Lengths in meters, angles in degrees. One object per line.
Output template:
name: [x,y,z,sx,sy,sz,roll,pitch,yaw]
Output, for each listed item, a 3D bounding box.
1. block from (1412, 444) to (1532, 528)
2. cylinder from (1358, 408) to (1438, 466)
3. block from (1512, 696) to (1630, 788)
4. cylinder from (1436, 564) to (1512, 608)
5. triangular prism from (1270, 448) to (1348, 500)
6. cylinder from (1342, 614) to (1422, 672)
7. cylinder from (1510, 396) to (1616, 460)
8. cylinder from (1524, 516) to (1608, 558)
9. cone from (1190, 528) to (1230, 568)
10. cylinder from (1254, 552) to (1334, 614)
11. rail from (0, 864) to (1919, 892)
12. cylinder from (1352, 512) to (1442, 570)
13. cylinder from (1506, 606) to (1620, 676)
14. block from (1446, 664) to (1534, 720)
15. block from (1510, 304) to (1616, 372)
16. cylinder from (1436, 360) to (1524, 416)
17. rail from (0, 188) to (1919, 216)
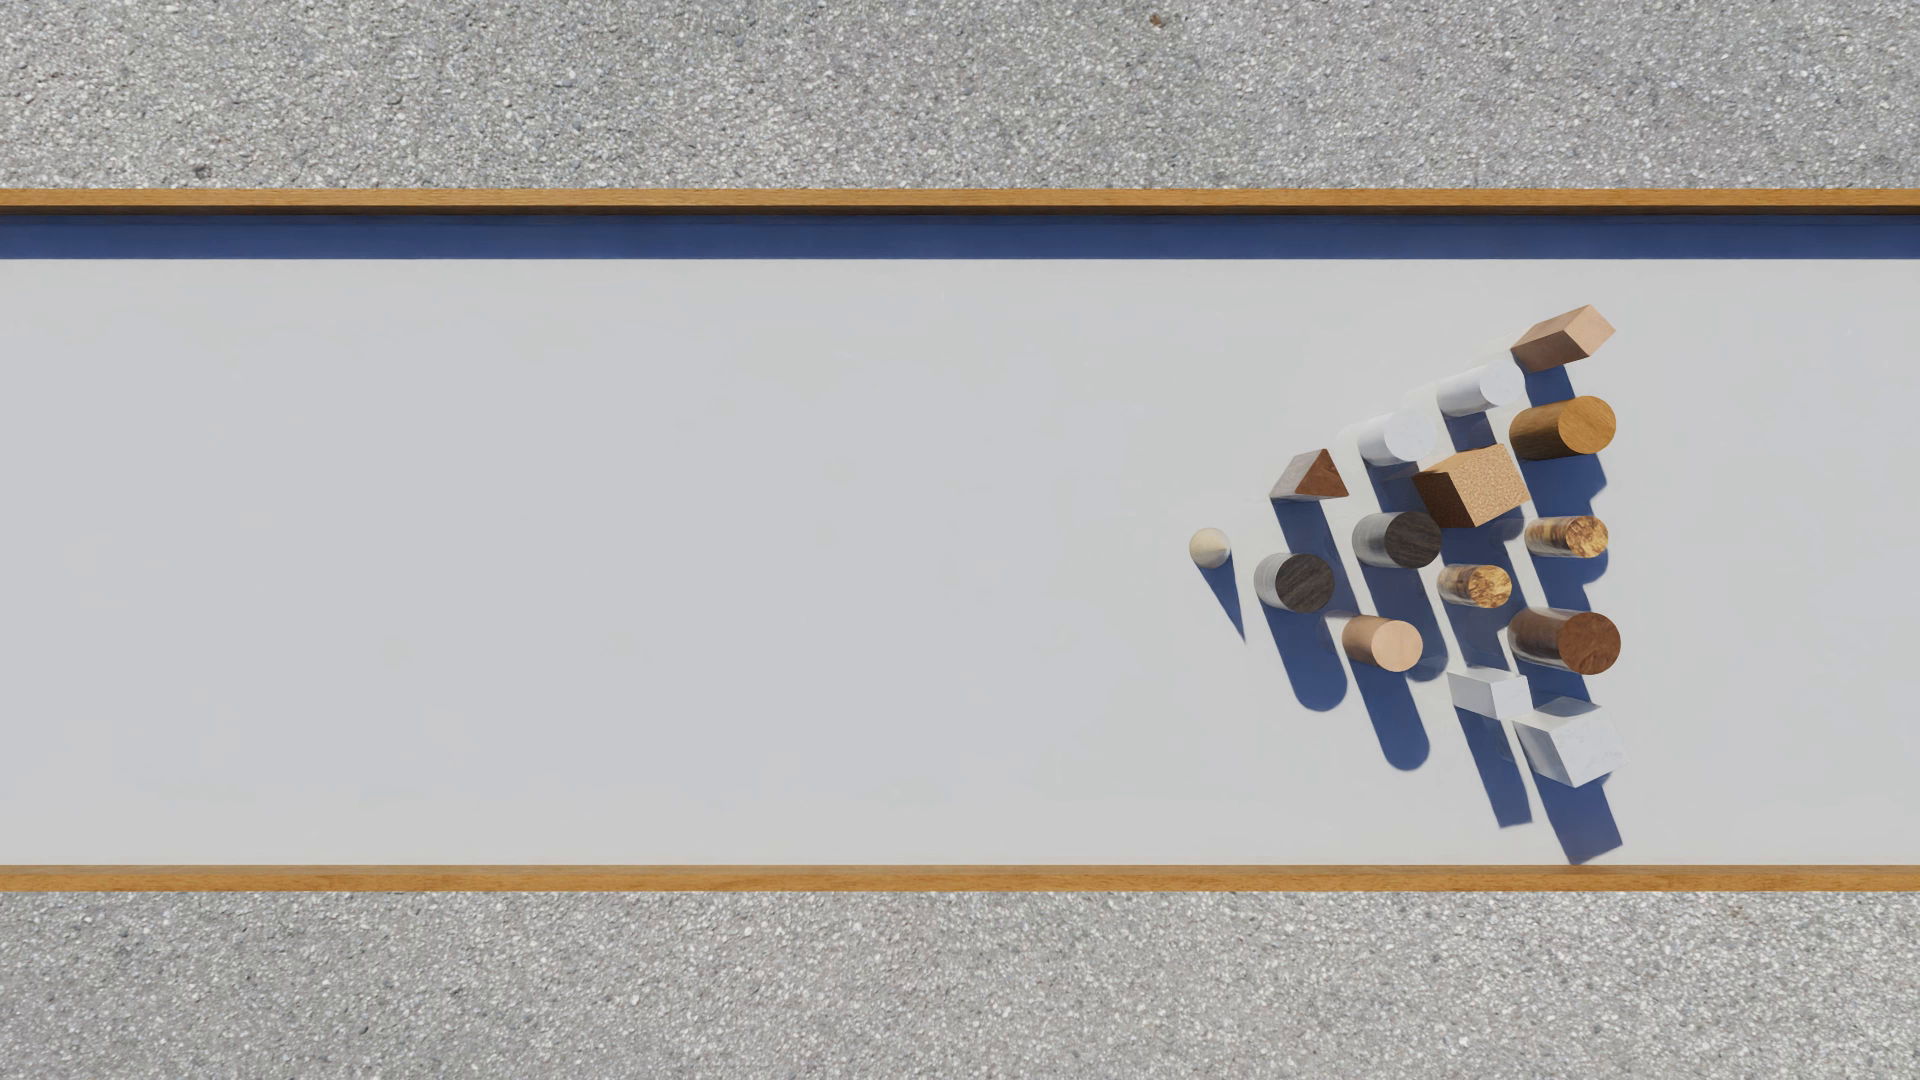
block: [1.508,-0.156,4.886,0.178,0.381,0.178,-27,90,0]
cylinder: [1.299,-0.304,4.915,0.154,0.323,0.154,0,90,0]
block: [1.814,0.597,4.913,0.177,0.326,0.177,-25,90,0]
cylinder: [1.529,0.135,4.916,0.125,0.320,0.125,0,90,0]
triangular prism: [1.030,-0.195,4.875,0.151,0.404,0.131,4,90,0]
cylinder: [1.247,0.303,4.892,0.147,0.369,0.147,0,90,0]
cylinder: [1.772,-0.326,4.868,0.165,0.417,0.165,0,90,0]
cylinder: [1.797,-0.009,4.900,0.121,0.353,0.121,0,90,0]
cone: [0.769,0.025,4.911,0.128,0.331,0.128,0,90,0]
cylinder: [0.989,0.125,4.901,0.171,0.350,0.171,0,90,0]
rail: [-2.247,1.025,5.001,12.000,0.150,0.050,0,90,0]
cylinder: [1.288,0.000,4.881,0.165,0.391,0.165,0,90,0]
cylinder: [1.772,0.292,4.860,0.178,0.433,0.178,0,90,0]
block: [1.559,0.446,4.867,0.105,0.419,0.105,-12,90,0]
block: [1.766,-0.588,4.850,0.105,0.453,0.105,-44,90,0]
cylinder: [1.530,-0.443,4.866,0.129,0.422,0.129,0,90,0]
rail: [-2.247,-1.025,5.002,12.000,0.150,0.050,0,90,0]
